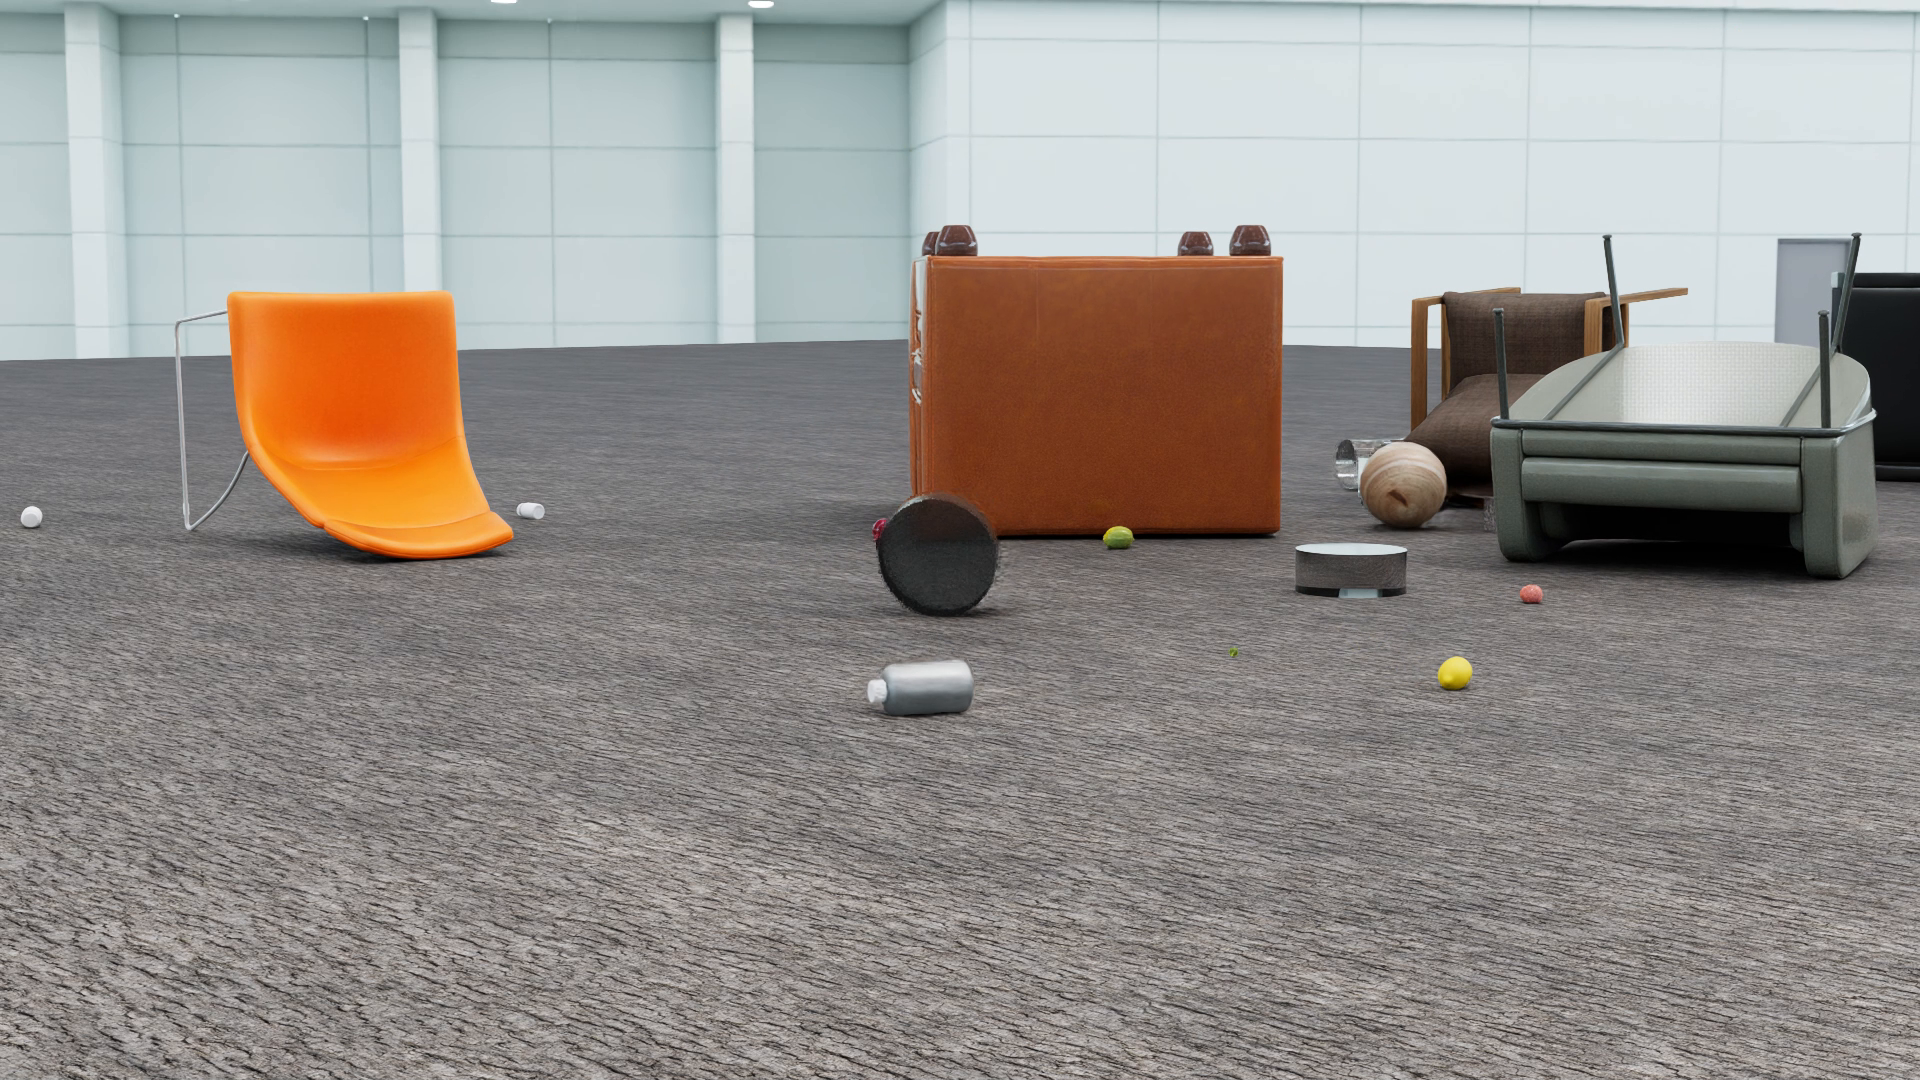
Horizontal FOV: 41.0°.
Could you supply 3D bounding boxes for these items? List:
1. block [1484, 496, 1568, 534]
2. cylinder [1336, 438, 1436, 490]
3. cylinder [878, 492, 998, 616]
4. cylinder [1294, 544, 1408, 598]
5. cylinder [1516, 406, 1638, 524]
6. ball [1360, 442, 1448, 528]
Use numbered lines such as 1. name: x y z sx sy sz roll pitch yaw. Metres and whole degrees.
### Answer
1. block: 1.461 -0.065 6.628 0.178 0.086 0.113 -1 6 -13
2. cylinder: 1.323 -0.236 7.956 0.252 0.152 0.232 -1 10 -9
3. cylinder: -0.040 0.028 5.034 0.220 0.235 0.160 -44 2 6
4. cylinder: 0.818 0.063 5.370 0.232 0.089 0.236 -1 6 -10
5. cylinder: 1.658 -0.204 6.895 0.306 0.307 0.234 44 16 8
6. ball: 1.161 -0.145 6.720 0.226 0.226 0.226 0 6 0
